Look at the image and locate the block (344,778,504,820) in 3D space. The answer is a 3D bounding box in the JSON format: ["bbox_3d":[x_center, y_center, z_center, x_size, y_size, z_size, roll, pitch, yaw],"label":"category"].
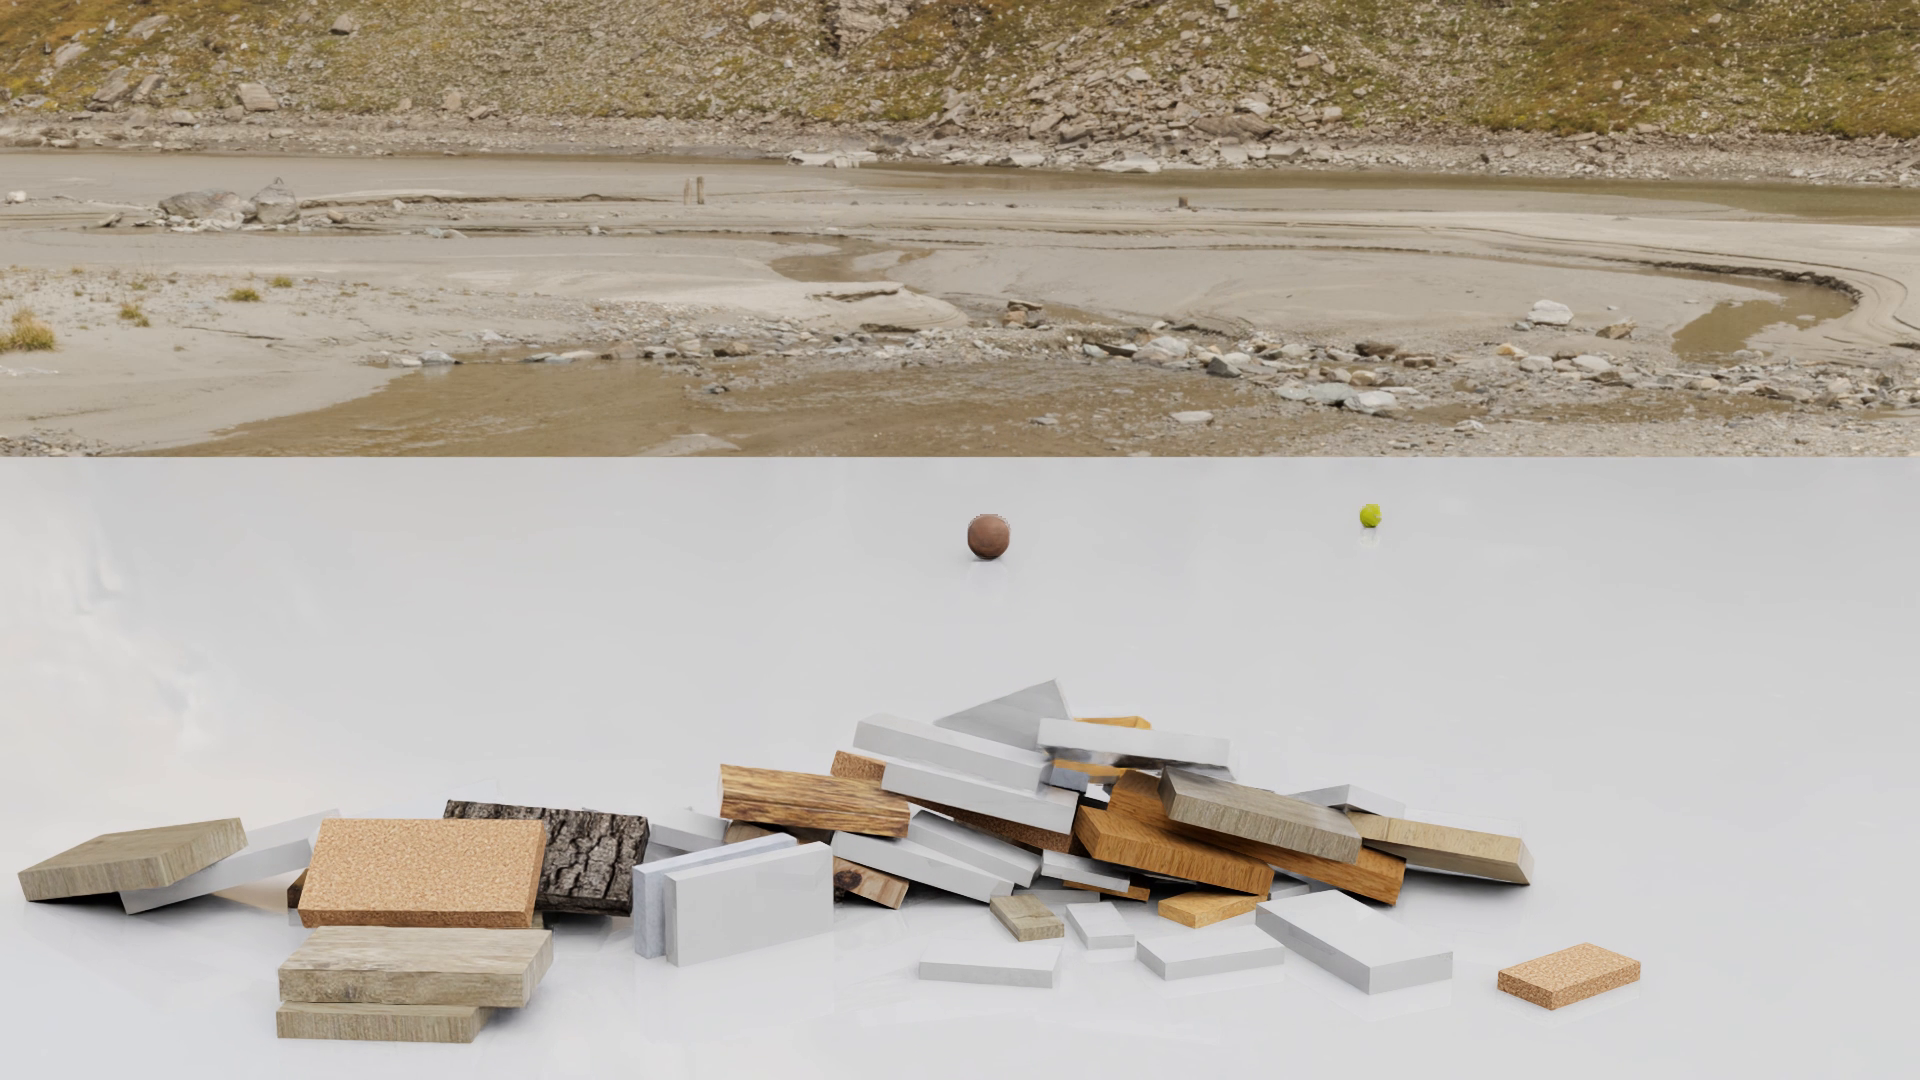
[{"bbox_3d":[-0.948,0.498,3.831,0.294,0.042,0.147,-14,18,-6],"label":"block"}]

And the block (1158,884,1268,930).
[{"bbox_3d":[0.413,0.593,3.587,0.167,0.024,0.084,-9,14,-39],"label":"block"}]

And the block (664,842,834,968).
[{"bbox_3d":[-0.326,0.565,3.424,0.276,0.138,0.039,-7,13,-34],"label":"block"}]

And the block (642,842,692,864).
[{"bbox_3d":[-0.446,0.540,3.650,0.216,0.031,0.108,19,9,-8],"label":"block"}]

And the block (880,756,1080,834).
[{"bbox_3d":[0.036,0.422,3.706,0.321,0.046,0.161,13,4,4],"label":"block"}]

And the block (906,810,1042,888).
[{"bbox_3d":[0.024,0.513,3.664,0.227,0.028,0.099,20,10,11],"label":"block"}]

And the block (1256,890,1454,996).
[{"bbox_3d":[0.605,0.618,3.400,0.152,0.043,0.303,-5,12,-25],"label":"block"}]

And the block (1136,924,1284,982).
[{"bbox_3d":[0.384,0.631,3.369,0.202,0.029,0.101,-4,11,-20],"label":"block"}]

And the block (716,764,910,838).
[{"bbox_3d":[-0.244,0.430,3.629,0.306,0.043,0.153,7,10,-10],"label":"block"}]

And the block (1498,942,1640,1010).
[{"bbox_3d":[0.908,0.649,3.276,0.202,0.029,0.101,-8,13,-35],"label":"block"}]

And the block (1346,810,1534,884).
[{"bbox_3d":[0.809,0.520,3.719,0.294,0.042,0.147,7,-19,26],"label":"block"}]

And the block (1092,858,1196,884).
[{"bbox_3d":[0.311,0.551,3.699,0.167,0.024,0.084,7,-10,16],"label":"block"}]

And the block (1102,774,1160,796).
[{"bbox_3d":[0.379,0.479,3.893,0.147,0.042,0.294,10,9,-21],"label":"block"}]

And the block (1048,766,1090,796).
[{"bbox_3d":[0.169,0.449,4.006,0.119,0.034,0.239,11,-15,3],"label":"block"}]

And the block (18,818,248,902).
[{"bbox_3d":[-1.360,0.525,3.614,0.349,0.049,0.175,-10,10,31],"label":"block"}]

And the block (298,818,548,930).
[{"bbox_3d":[-0.835,0.520,3.431,0.349,0.049,0.175,0,45,2],"label":"block"}]

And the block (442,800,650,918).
[{"bbox_3d":[-0.675,0.508,3.514,0.327,0.046,0.163,4,46,3],"label":"block"}]

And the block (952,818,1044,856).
[{"bbox_3d":[0.068,0.519,3.821,0.099,0.028,0.199,19,-4,-22],"label":"block"}]

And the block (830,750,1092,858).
[{"bbox_3d":[0.017,0.467,3.852,0.496,0.045,0.158,15,-4,31],"label":"block"}]

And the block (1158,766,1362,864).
[{"bbox_3d":[0.495,0.456,3.651,0.317,0.045,0.158,14,9,-4],"label":"block"}]

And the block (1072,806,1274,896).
[{"bbox_3d":[0.350,0.511,3.625,0.303,0.043,0.152,14,8,-12],"label":"block"}]

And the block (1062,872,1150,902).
[{"bbox_3d":[0.239,0.564,3.649,0.143,0.020,0.072,11,11,-5],"label":"block"}]

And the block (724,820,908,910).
[{"bbox_3d":[-0.235,0.513,3.650,0.306,0.043,0.153,22,9,-5],"label":"block"}]

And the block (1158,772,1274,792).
[{"bbox_3d":[0.457,0.485,4.140,0.238,0.034,0.119,6,12,30],"label":"block"}]

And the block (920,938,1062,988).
[{"bbox_3d":[0.047,0.639,3.326,0.202,0.029,0.101,2,11,10],"label":"block"}]

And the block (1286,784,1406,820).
[{"bbox_3d":[0.643,0.472,3.832,0.119,0.034,0.270,21,-20,-22],"label":"block"}]

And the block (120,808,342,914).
[{"bbox_3d":[-1.198,0.529,3.633,0.327,0.046,0.163,-15,10,4],"label":"block"}]

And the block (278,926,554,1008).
[{"bbox_3d":[-0.783,0.615,3.182,0.349,0.049,0.175,1,10,3],"label":"block"}]

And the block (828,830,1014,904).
[{"bbox_3d":[-0.065,0.522,3.660,0.306,0.043,0.153,18,10,-4],"label":"block"}]

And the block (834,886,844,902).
[{"bbox_3d":[-0.301,0.548,3.659,0.216,0.031,0.108,13,10,-10],"label":"block"}]

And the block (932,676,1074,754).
[{"bbox_3d":[0.082,0.338,3.908,0.237,0.118,0.034,-20,-1,14],"label":"block"}]

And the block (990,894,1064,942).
[{"bbox_3d":[0.107,0.605,3.528,0.075,0.021,0.149,-3,11,-17],"label":"block"}]

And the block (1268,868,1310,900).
[{"bbox_3d":[0.498,0.573,3.694,0.084,0.024,0.167,-7,13,-33],"label":"block"}]

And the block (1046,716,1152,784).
[{"bbox_3d":[0.242,0.385,4.016,0.034,0.118,0.237,35,-24,-28],"label":"block"}]

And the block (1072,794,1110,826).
[{"bbox_3d":[0.182,0.483,3.898,0.317,0.045,0.158,10,-20,43],"label":"block"}]

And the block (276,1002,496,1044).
[{"bbox_3d":[-0.815,0.669,3.139,0.276,0.039,0.138,1,11,4],"label":"block"}]

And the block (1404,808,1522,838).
[{"bbox_3d":[0.836,0.524,3.909,0.294,0.042,0.147,4,11,23],"label":"block"}]

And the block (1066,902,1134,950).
[{"bbox_3d":[0.222,0.612,3.492,0.075,0.021,0.149,-2,11,-11],"label":"block"}]

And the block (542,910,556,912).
[{"bbox_3d":[-0.768,0.581,3.631,0.220,0.031,0.110,0,11,-1],"label":"block"}]

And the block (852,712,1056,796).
[{"bbox_3d":[-0.008,0.362,3.755,0.321,0.046,0.161,14,4,11],"label":"block"}]

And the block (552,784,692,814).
[{"bbox_3d":[-0.622,0.501,4.055,0.237,0.034,0.118,7,13,33],"label":"block"}]

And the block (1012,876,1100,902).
[{"bbox_3d":[0.160,0.581,3.663,0.143,0.020,0.072,0,11,2],"label":"block"}]

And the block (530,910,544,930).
[{"bbox_3d":[-0.806,0.608,3.456,0.294,0.042,0.147,-2,11,-12],"label":"block"}]

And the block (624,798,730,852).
[{"bbox_3d":[-0.449,0.481,3.639,0.216,0.031,0.108,14,10,-3],"label":"block"}]

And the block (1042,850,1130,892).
[{"bbox_3d":[0.205,0.543,3.612,0.143,0.020,0.072,12,11,0],"label":"block"}]

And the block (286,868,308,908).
[{"bbox_3d":[-0.990,0.578,3.651,0.220,0.031,0.110,0,11,0],"label":"block"}]

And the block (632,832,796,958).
[{"bbox_3d":[-0.383,0.558,3.464,0.276,0.138,0.039,-8,13,-37],"label":"block"}]

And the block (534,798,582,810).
[{"bbox_3d":[-0.841,0.512,3.630,0.442,0.046,0.163,-10,12,-10],"label":"block"}]

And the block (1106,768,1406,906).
[{"bbox_3d":[0.500,0.495,3.699,0.494,0.043,0.152,17,10,12],"label":"block"}]

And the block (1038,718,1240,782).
[{"bbox_3d":[0.305,0.356,3.735,0.321,0.046,0.161,5,-14,14],"label":"block"}]
